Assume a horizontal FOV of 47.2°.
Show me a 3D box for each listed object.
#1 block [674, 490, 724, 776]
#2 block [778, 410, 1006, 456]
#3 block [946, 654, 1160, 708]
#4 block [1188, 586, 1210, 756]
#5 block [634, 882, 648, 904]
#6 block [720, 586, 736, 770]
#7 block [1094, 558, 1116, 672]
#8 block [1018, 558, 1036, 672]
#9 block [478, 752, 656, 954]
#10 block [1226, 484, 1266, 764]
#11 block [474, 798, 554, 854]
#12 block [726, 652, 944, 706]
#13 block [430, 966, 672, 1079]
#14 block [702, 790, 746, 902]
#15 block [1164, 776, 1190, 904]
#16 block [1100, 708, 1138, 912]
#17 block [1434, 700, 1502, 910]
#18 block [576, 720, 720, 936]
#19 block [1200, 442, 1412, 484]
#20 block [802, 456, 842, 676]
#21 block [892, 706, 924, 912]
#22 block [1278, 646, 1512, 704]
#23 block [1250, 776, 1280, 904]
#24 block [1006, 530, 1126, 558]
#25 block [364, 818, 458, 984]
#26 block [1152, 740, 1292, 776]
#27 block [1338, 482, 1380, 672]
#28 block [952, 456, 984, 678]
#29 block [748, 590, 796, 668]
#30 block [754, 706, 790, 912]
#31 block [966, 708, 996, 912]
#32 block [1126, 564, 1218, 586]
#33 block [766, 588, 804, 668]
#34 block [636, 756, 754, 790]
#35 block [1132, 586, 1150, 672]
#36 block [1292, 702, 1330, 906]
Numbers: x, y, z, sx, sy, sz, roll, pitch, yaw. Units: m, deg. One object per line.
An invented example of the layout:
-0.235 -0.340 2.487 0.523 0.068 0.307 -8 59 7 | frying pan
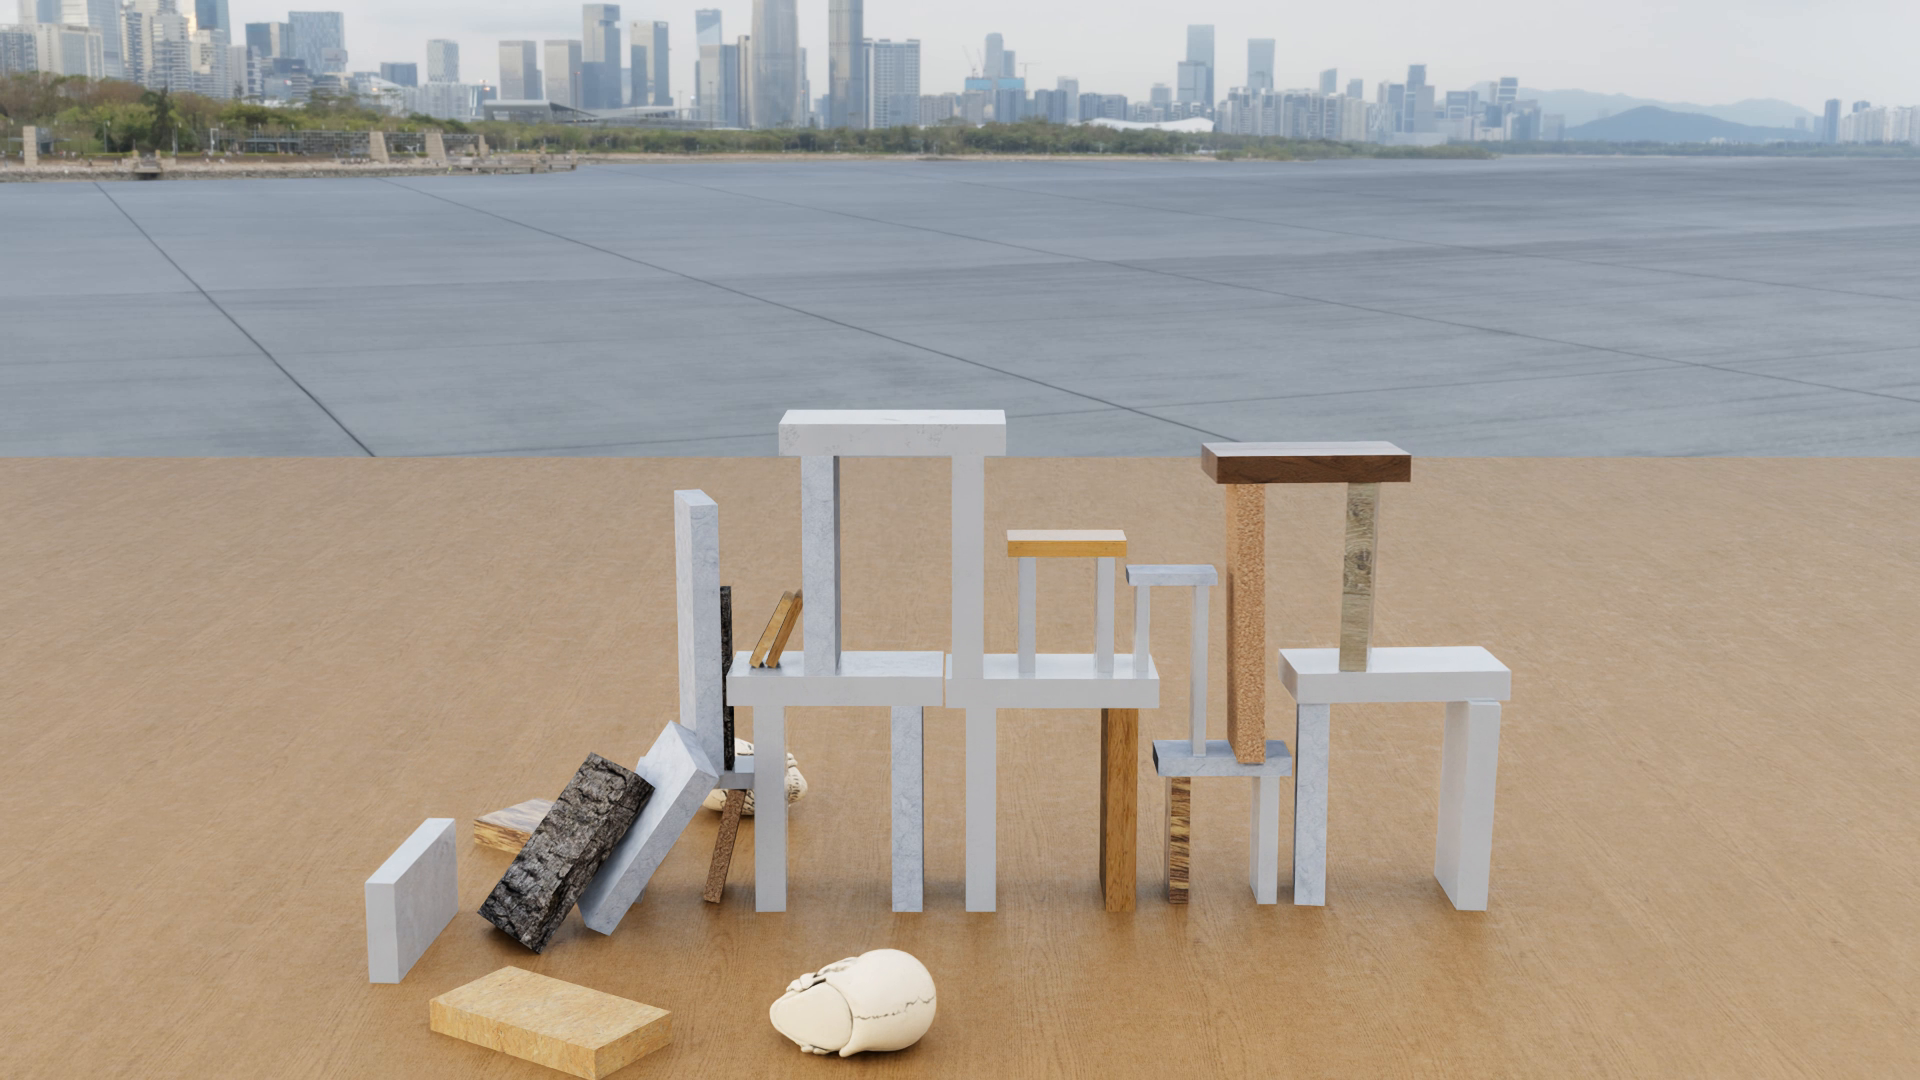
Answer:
-0.426 0.150 3.591 0.044 0.445 0.155 -3 11 -16 | block
-0.106 -0.173 3.531 0.356 0.050 0.178 0 11 0 | block
0.148 0.230 3.602 0.342 0.048 0.171 0 11 0 | block
0.390 0.206 3.595 0.020 0.284 0.071 0 11 0 | block
-0.525 0.493 3.651 0.028 0.195 0.098 8 10 -2 | block
-0.382 0.226 3.596 0.017 0.295 0.062 0 10 -1 | block
0.235 0.112 3.585 0.027 0.190 0.095 0 11 0 | block
0.108 0.112 3.585 0.027 0.190 0.095 0 11 0 | block
-0.625 0.492 3.486 0.155 0.310 0.044 14 -25 52 | block
0.464 0.122 3.581 0.044 0.455 0.154 -2 11 0 | block
-0.696 0.524 3.902 0.310 0.044 0.155 7 13 34 | block
-0.200 0.226 3.601 0.346 0.049 0.173 0 11 0 | block
-0.576 0.675 3.088 0.313 0.044 0.157 7 13 33 | block
-0.387 0.493 3.654 0.028 0.195 0.098 14 10 -3 | block
0.360 0.482 3.653 0.031 0.218 0.109 0 11 0 | block
0.262 0.422 3.637 0.048 0.342 0.171 0 11 0 | block
0.839 0.419 3.642 0.049 0.346 0.173 1 11 0 | block
-0.510 0.458 3.506 0.044 0.313 0.157 30 10 -33 | block
0.555 -0.126 3.545 0.309 0.044 0.154 -1 11 -3 | block
-0.224 0.027 3.567 0.050 0.356 0.178 0 11 0 | block
-0.086 0.420 3.637 0.049 0.346 0.173 0 11 0 | block
0.712 0.221 3.624 0.346 0.049 0.173 -1 10 -2 | block
0.505 0.482 3.653 0.031 0.218 0.109 0 11 0 | block
0.172 0.005 3.565 0.190 0.027 0.095 0 11 0 | block
-0.850 0.556 3.422 0.044 0.157 0.313 1 11 4 | block
0.431 0.360 3.631 0.218 0.031 0.109 0 11 0 | block
0.653 0.046 3.586 0.044 0.309 0.154 4 11 13 | block
0.013 0.029 3.568 0.050 0.360 0.178 0 11 0 | block
-0.306 0.145 3.584 0.017 0.123 0.062 27 9 -5 | block
-0.312 0.420 3.637 0.049 0.346 0.173 0 11 -3 | block
0.034 0.422 3.637 0.048 0.342 0.171 0 11 0 | block
0.343 0.057 3.567 0.142 0.020 0.071 0 11 0 | block
-0.283 0.144 3.582 0.017 0.123 0.062 24 10 -4 | block
-0.433 0.384 3.627 0.195 0.028 0.098 0 10 -3 | block
0.295 0.137 3.582 0.020 0.142 0.071 0 11 0 | block
0.585 0.415 3.667 0.049 0.346 0.173 1 11 7 | block
